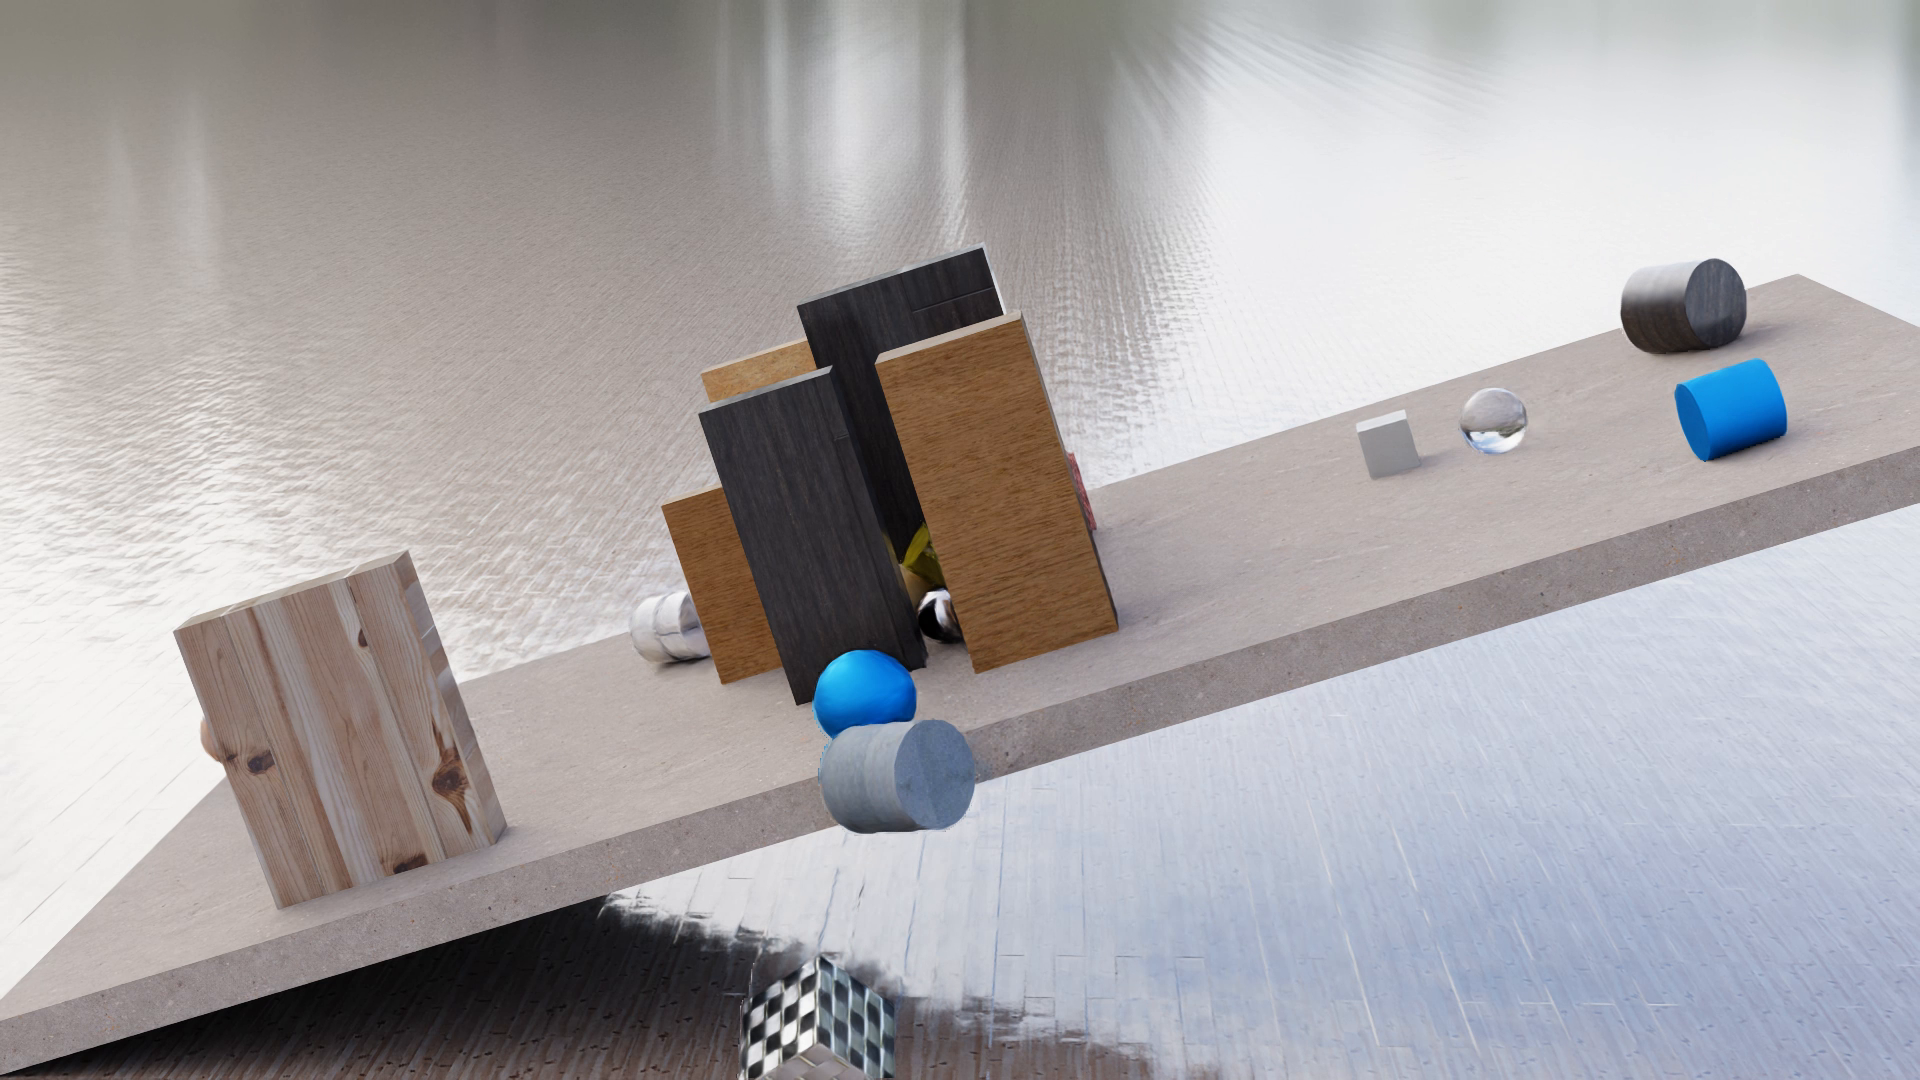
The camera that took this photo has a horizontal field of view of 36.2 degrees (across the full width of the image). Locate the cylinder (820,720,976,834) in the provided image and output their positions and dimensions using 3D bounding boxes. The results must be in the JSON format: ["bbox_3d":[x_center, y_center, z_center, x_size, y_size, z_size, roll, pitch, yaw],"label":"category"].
[{"bbox_3d":[-0.109,0.416,5.168,0.192,0.192,0.192,-11,2,-44],"label":"cylinder"}]

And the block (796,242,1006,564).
[{"bbox_3d":[-0.039,-0.237,6.432,0.420,0.727,0.127,-17,10,5],"label":"block"}]

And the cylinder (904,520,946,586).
[{"bbox_3d":[-0.015,0.032,6.298,0.156,0.156,0.156,31,6,-12],"label":"cylinder"}]

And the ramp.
[{"bbox_3d":[0.099,0.183,6.312,4.000,0.100,2.000,-17,10,5],"label":"ramp"}]

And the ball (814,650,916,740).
[{"bbox_3d":[-0.173,0.294,5.390,0.188,0.188,0.188,0,11,0],"label":"ball"}]

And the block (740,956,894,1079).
[{"bbox_3d":[-0.252,0.901,5.226,0.193,0.193,0.193,-34,34,26],"label":"block"}]

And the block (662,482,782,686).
[{"bbox_3d":[-0.399,0.059,6.371,0.375,0.415,0.080,-17,10,5],"label":"block"}]

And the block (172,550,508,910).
[{"bbox_3d":[-1.186,0.365,5.652,0.448,0.576,0.123,-17,10,5],"label":"block"}]

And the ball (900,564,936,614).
[{"bbox_3d":[-0.115,0.118,6.365,0.134,0.134,0.134,0,11,0],"label":"ball"}]

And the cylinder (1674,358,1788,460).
[{"bbox_3d":[1.454,-0.247,5.551,0.155,0.155,0.155,-18,13,-2],"label":"cylinder"}]

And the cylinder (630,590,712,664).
[{"bbox_3d":[-0.647,0.198,6.775,0.158,0.158,0.158,-10,3,39],"label":"cylinder"}]

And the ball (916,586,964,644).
[{"bbox_3d":[-0.032,0.155,6.060,0.122,0.122,0.122,0,11,0],"label":"ball"}]

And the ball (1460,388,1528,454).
[{"bbox_3d":[1.119,-0.249,6.169,0.142,0.142,0.142,0,11,0],"label":"ball"}]

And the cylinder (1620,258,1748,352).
[{"bbox_3d":[1.624,-0.525,6.603,0.197,0.197,0.197,-7,3,-33],"label":"cylinder"}]

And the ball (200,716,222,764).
[{"bbox_3d":[-1.784,0.472,7.242,0.172,0.172,0.172,0,11,0],"label":"ball"}]

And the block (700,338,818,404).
[{"bbox_3d":[-0.339,-0.200,7.165,0.415,0.578,0.089,-17,10,5],"label":"block"}]

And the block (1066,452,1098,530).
[{"bbox_3d":[0.163,-0.077,6.764,0.186,0.186,0.186,-26,13,-36],"label":"block"}]

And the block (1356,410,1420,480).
[{"bbox_3d":[0.926,-0.206,6.362,0.109,0.109,0.109,-16,10,10],"label":"block"}]

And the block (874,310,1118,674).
[{"bbox_3d":[0.075,-0.094,5.740,0.292,0.638,0.147,-17,10,5],"label":"block"}]

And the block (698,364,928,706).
[{"bbox_3d":[-0.294,-0.009,5.949,0.275,0.627,0.114,-17,10,5],"label":"block"}]
